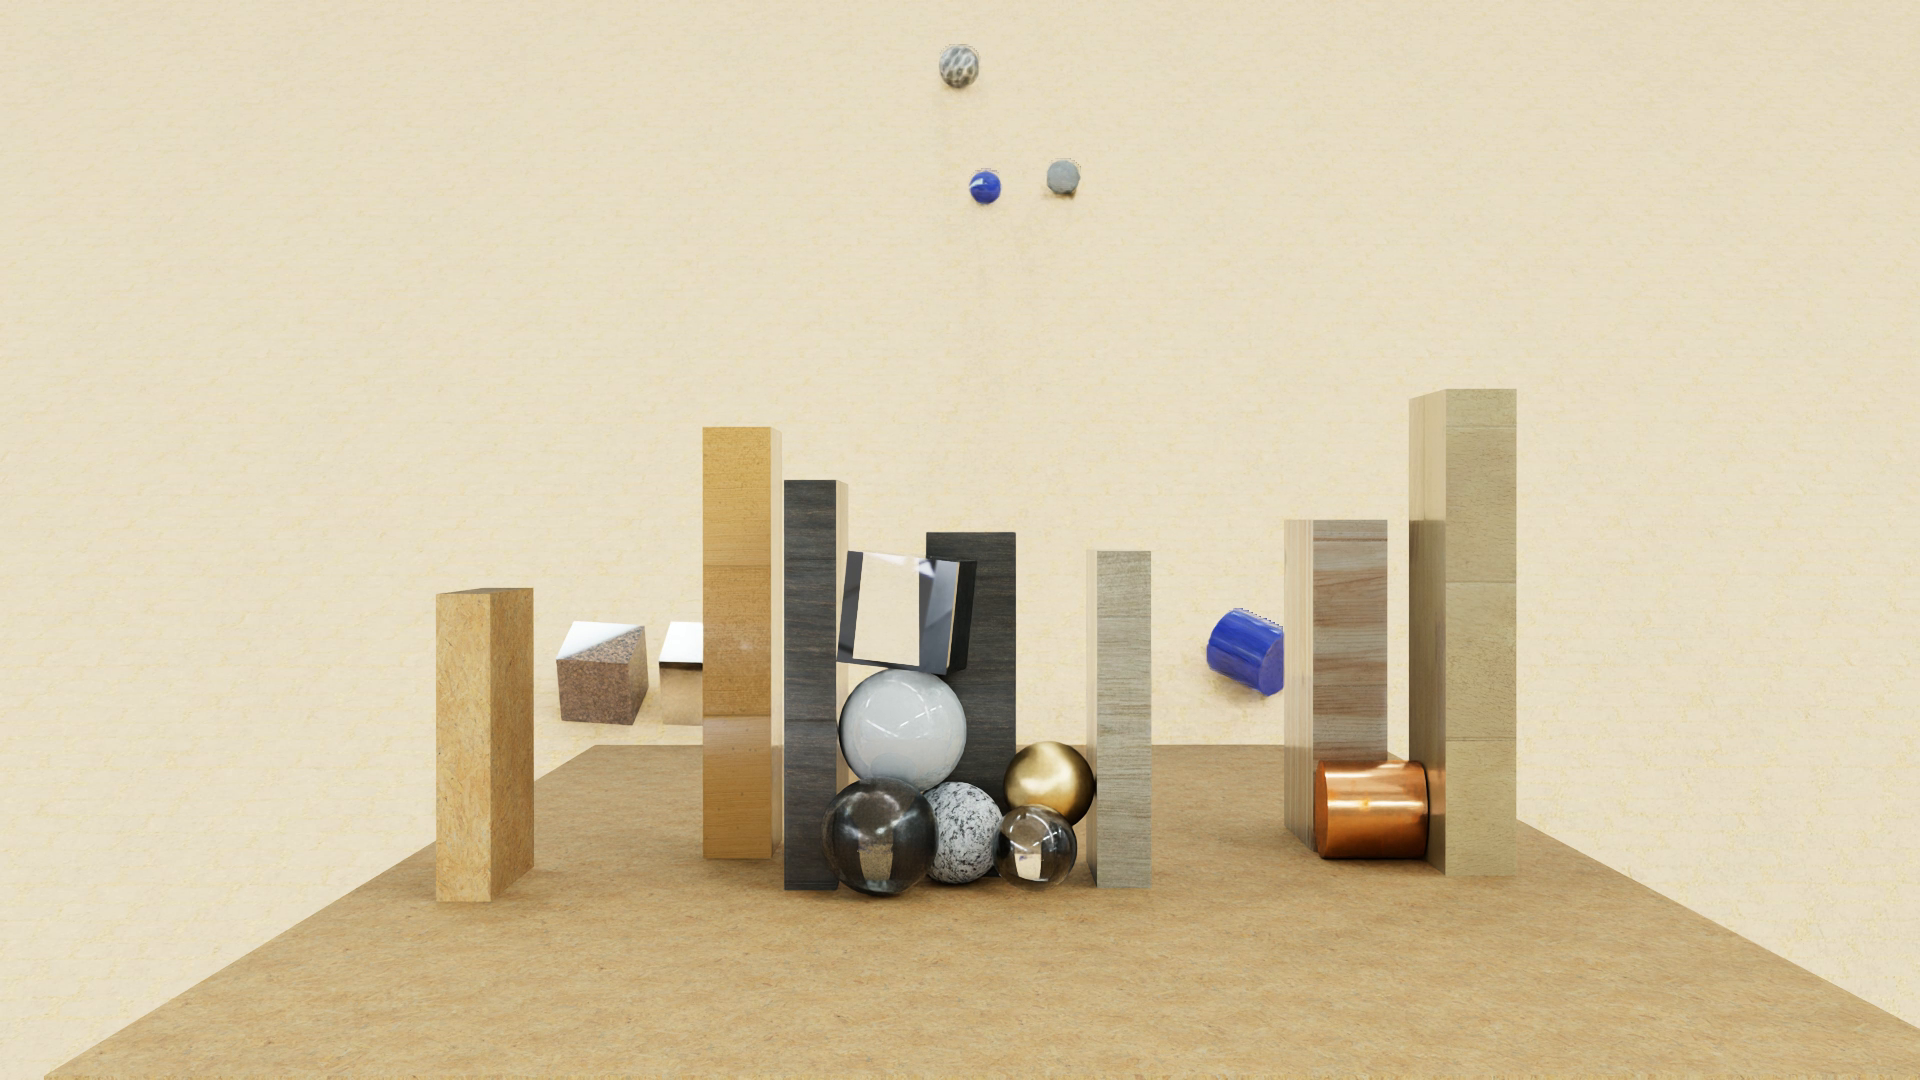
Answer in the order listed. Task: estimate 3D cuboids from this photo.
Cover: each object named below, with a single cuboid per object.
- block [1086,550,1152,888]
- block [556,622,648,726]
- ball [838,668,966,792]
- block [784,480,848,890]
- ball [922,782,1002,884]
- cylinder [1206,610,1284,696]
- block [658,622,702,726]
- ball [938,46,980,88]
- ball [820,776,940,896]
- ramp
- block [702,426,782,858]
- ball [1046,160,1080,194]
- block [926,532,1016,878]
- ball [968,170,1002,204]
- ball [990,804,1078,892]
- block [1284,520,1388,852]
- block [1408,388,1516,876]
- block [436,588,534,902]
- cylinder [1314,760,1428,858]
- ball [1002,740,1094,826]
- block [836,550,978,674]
[{"bbox_3d":[0.253,0.277,4.159,0.084,0.521,0.334,0,0,0],"label":"block"},{"bbox_3d":[-0.954,0.356,6.917,0.194,0.194,0.194,3,29,6],"label":"block"},{"bbox_3d":[-0.089,0.297,4.028,0.201,0.201,0.201,0,29,0],"label":"ball"},{"bbox_3d":[-0.230,0.222,4.195,0.081,0.631,0.445,0,0,0],"label":"block"},{"bbox_3d":[-0.009,0.458,4.043,0.160,0.160,0.160,0,29,0],"label":"ball"},{"bbox_3d":[0.795,0.306,7.021,0.180,0.180,0.180,25,38,37],"label":"cylinder"},{"bbox_3d":[-0.684,0.359,6.907,0.199,0.199,0.199,2,29,3],"label":"block"},{"bbox_3d":[-0.006,-2.061,11.265,0.183,0.183,0.183,0,29,0],"label":"ball"},{"bbox_3d":[-0.121,0.448,3.914,0.181,0.181,0.181,0,29,0],"label":"ball"},{"bbox_3d":[0.065,0.585,4.634,2.000,0.100,4.000,0,0,0],"label":"ramp"},{"bbox_3d":[-0.376,0.172,4.489,0.115,0.727,0.270,0,0,0],"label":"block"},{"bbox_3d":[0.405,-1.426,10.176,0.135,0.135,0.135,0,29,0],"label":"ball"},{"bbox_3d":[0.018,0.262,4.255,0.144,0.550,0.266,0,0,0],"label":"block"},{"bbox_3d":[0.099,-1.375,10.090,0.130,0.130,0.130,0,29,0],"label":"ball"},{"bbox_3d":[0.113,0.471,3.963,0.134,0.134,0.134,0,29,0],"label":"ball"},{"bbox_3d":[0.670,0.249,4.635,0.128,0.571,0.393,0,0,0],"label":"block"},{"bbox_3d":[0.834,0.147,4.307,0.114,0.779,0.339,0,0,0],"label":"block"},{"bbox_3d":[-0.742,0.309,4.057,0.081,0.459,0.397,0,0,0],"label":"block"},{"bbox_3d":[0.691,0.454,4.358,0.165,0.165,0.165,0,29,0],"label":"cylinder"},{"bbox_3d":[0.140,0.388,4.071,0.144,0.144,0.144,0,29,0],"label":"ball"},{"bbox_3d":[-0.081,0.110,4.038,0.172,0.172,0.172,6,2,10],"label":"block"}]
